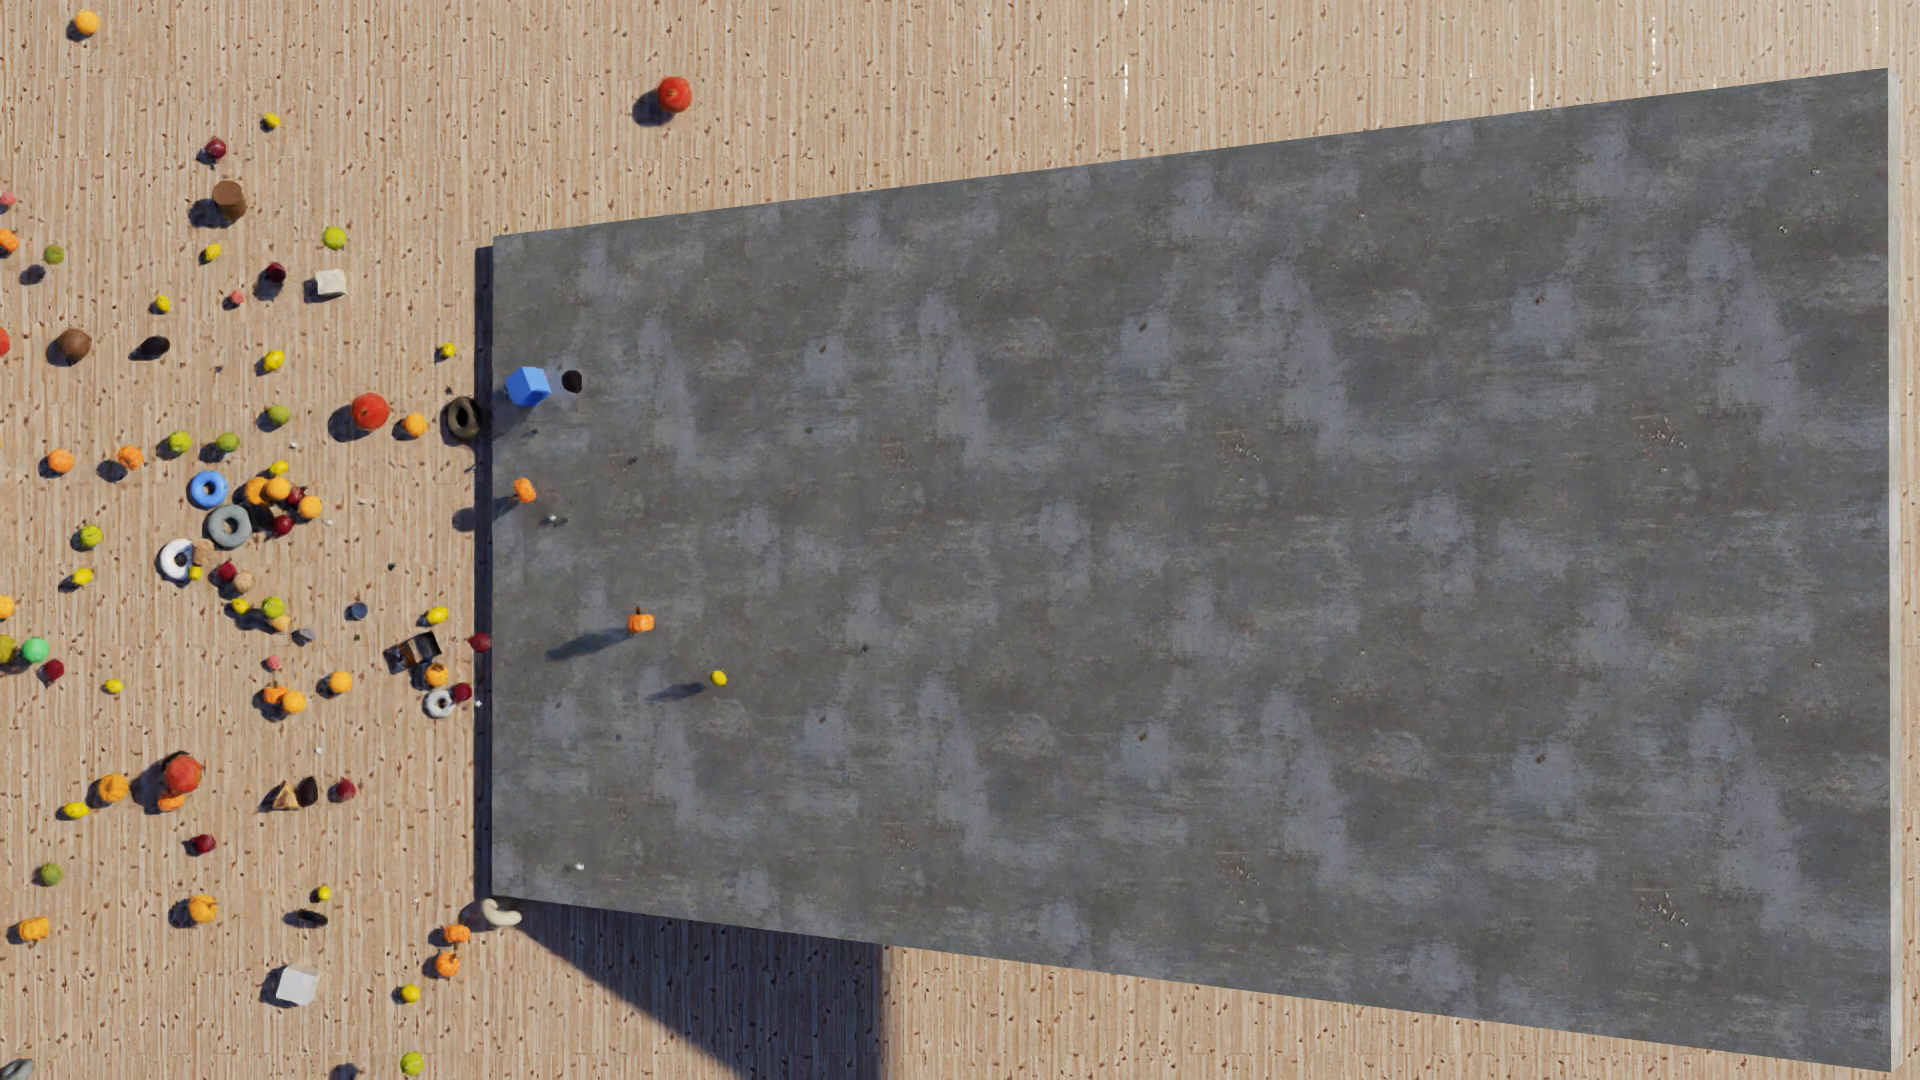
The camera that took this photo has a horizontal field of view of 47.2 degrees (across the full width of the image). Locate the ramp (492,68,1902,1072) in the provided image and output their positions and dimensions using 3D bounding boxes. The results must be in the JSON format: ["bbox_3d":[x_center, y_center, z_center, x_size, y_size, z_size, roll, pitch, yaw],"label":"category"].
[{"bbox_3d":[0.244,0.067,5.568,4.000,0.100,2.000,0,89,35],"label":"ramp"}]

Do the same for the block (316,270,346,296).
[{"bbox_3d":[-1.924,-0.787,6.733,0.068,0.068,0.068,-7,90,0],"label":"block"}]

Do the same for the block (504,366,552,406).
[{"bbox_3d":[-1.284,-0.456,6.536,0.084,0.084,0.084,-33,71,30],"label":"block"}]

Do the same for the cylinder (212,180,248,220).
[{"bbox_3d":[-2.221,-1.034,6.689,0.088,0.088,0.088,3,68,-7],"label":"cylinder"}]

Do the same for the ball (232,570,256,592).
[{"bbox_3d":[-2.181,0.127,6.697,0.067,0.067,0.067,0,90,0],"label":"ball"}]

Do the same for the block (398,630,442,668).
[{"bbox_3d":[-1.641,0.332,6.686,0.077,0.077,0.077,-27,86,39],"label":"block"}]

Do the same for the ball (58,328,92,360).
[{"bbox_3d":[-2.706,-0.598,6.719,0.096,0.096,0.096,0,90,0],"label":"ball"}]

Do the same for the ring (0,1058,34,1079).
[{"bbox_3d":[-2.869,1.623,6.684,0.115,0.115,0.038,-31,114,0],"label":"ring"}]

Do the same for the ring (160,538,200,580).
[{"bbox_3d":[-2.389,0.059,6.740,0.126,0.042,0.126,0,89,1],"label":"ring"}]

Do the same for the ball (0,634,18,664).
[{"bbox_3d":[-2.925,0.333,6.713,0.091,0.091,0.091,0,90,0],"label":"ball"}]

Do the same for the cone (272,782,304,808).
[{"bbox_3d":[-2.041,0.800,6.720,0.090,0.090,0.090,30,90,-12],"label":"cone"}]

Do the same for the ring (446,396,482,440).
[{"bbox_3d":[-1.516,-0.371,6.719,0.135,0.045,0.135,1,92,33],"label":"ring"}]

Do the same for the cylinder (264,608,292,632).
[{"bbox_3d":[-2.086,0.243,6.723,0.055,0.055,0.055,-46,115,0],"label":"cylinder"}]

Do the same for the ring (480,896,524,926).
[{"bbox_3d":[-1.395,1.127,6.690,0.136,0.136,0.045,16,111,0],"label":"ring"}]

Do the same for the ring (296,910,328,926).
[{"bbox_3d":[-1.974,1.151,6.704,0.098,0.098,0.033,17,73,0],"label":"ring"}]

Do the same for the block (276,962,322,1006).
[{"bbox_3d":[-2.015,1.353,6.705,0.092,0.092,0.092,18,90,0],"label":"block"}]

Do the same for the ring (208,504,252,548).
[{"bbox_3d":[-2.236,-0.043,6.739,0.139,0.046,0.139,0,90,0],"label":"ring"}]

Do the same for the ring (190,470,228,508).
[{"bbox_3d":[-2.302,-0.157,6.742,0.116,0.039,0.116,0,90,6],"label":"ring"}]

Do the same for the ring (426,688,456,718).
[{"bbox_3d":[-1.592,0.501,6.741,0.091,0.030,0.091,0,94,0],"label":"ring"}]

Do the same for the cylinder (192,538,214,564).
[{"bbox_3d":[-2.304,0.034,6.686,0.059,0.059,0.059,19,120,0],"label":"cylinder"}]

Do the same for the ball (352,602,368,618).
[{"bbox_3d":[-1.838,0.214,6.733,0.053,0.053,0.053,0,90,0],"label":"ball"}]

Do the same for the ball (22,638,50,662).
[{"bbox_3d":[-2.790,0.332,6.637,0.077,0.077,0.077,0,90,0],"label":"ball"}]
